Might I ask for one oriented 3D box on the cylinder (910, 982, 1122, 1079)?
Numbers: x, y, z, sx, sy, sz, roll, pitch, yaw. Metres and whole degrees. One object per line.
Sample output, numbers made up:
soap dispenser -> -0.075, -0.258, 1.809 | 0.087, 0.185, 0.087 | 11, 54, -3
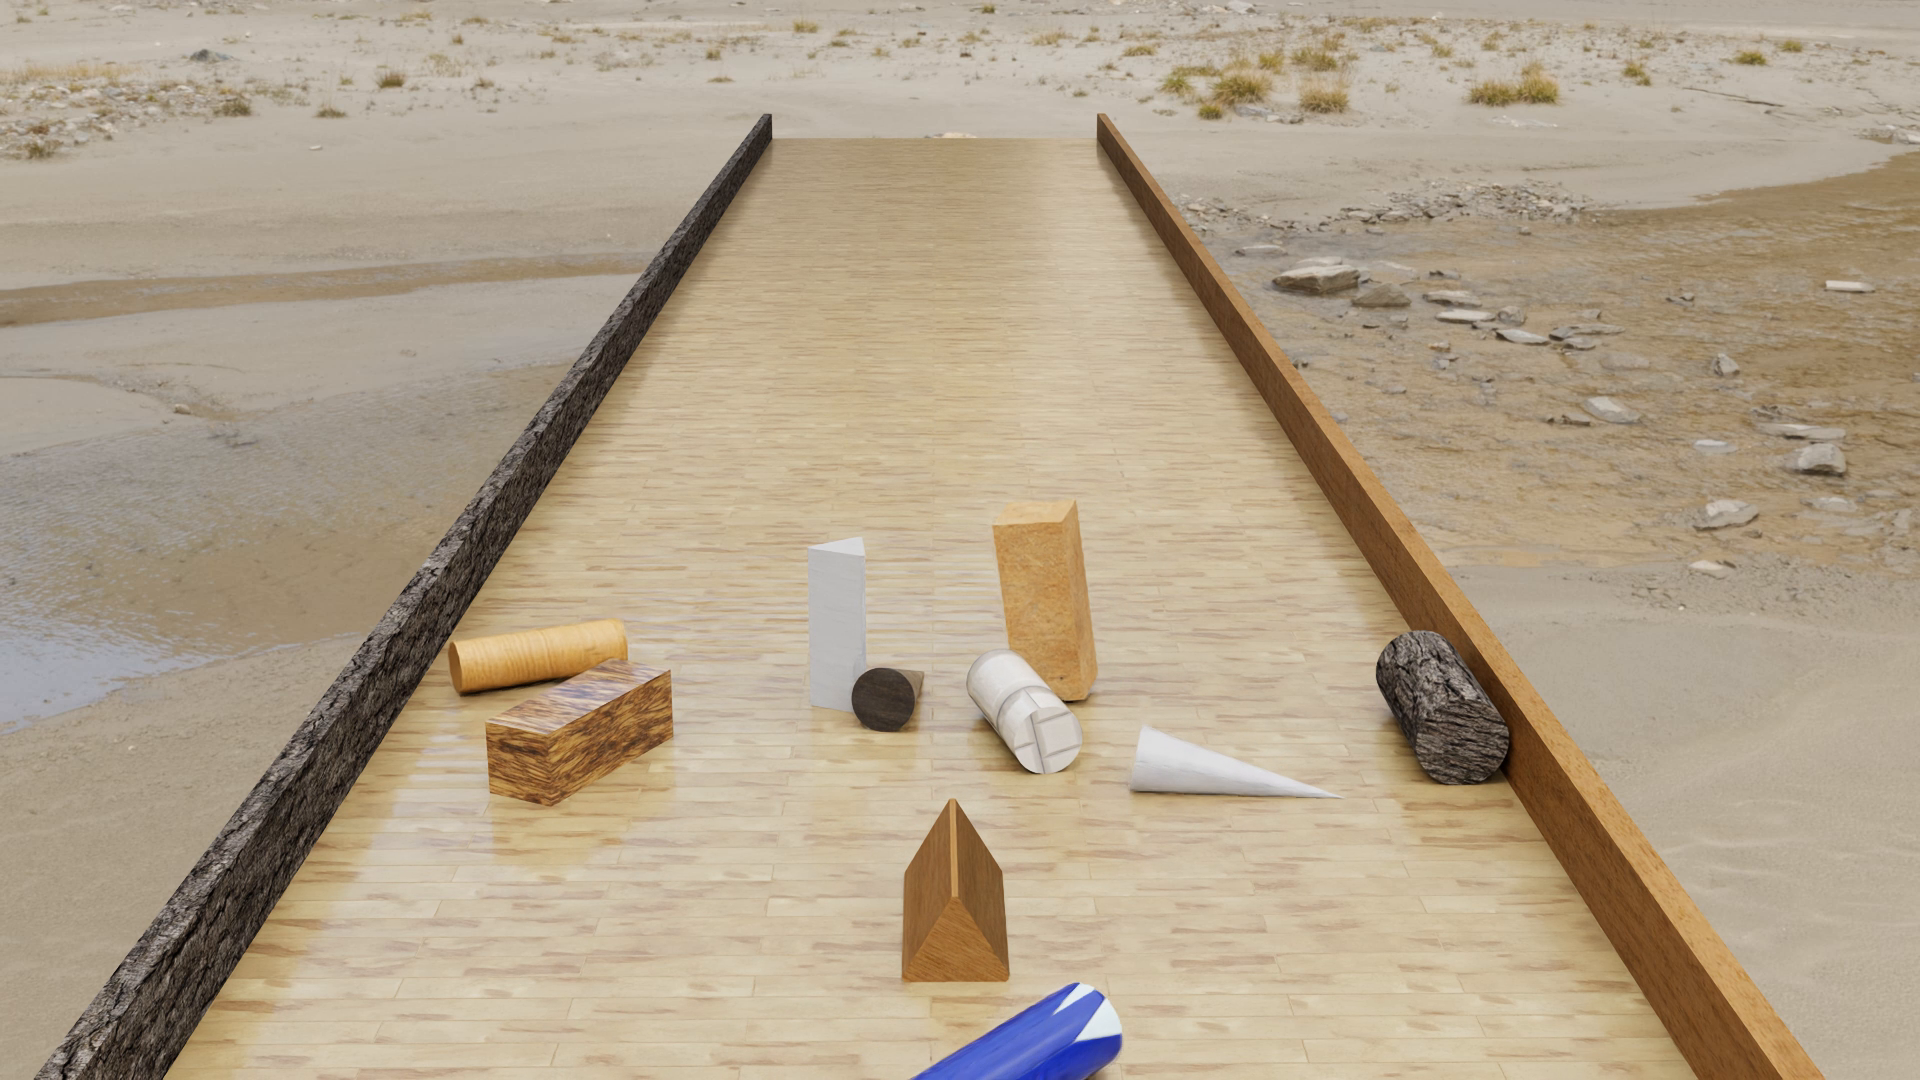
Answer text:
cylinder -> 0.044, 0.677, 2.748 | 0.114, 0.114, 0.380 | 14, 21, 38

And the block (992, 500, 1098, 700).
block -> 0.164, 0.115, 4.178 | 0.132, 0.356, 0.132 | -3, 19, 16

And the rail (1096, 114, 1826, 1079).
rail -> 0.932, -0.844, 7.801 | 0.050, 0.150, 12.000 | 0, 17, -1

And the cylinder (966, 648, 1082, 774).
cylinder -> 0.113, 0.306, 3.978 | 0.125, 0.125, 0.314 | -4, 17, -15

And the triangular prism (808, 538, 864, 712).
triangular prism -> -0.209, 0.157, 4.149 | 0.118, 0.312, 0.102 | 8, 19, 24

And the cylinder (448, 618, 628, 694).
cylinder -> -0.821, 0.226, 4.290 | 0.329, 0.102, 0.102 | -8, 18, -25

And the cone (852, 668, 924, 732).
cone -> -0.105, 0.277, 4.193 | 0.120, 0.120, 0.328 | 4, 7, 12

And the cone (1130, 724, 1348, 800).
cone -> 0.481, 0.407, 3.760 | 0.367, 0.114, 0.114 | 11, 18, 5

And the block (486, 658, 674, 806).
block -> -0.665, 0.334, 3.875 | 0.131, 0.131, 0.361 | 8, 19, 26

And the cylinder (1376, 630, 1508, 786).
cylinder -> 0.861, 0.296, 3.951 | 0.160, 0.160, 0.362 | 0, 17, -1

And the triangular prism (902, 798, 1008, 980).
triangular prism -> -0.009, 0.512, 3.265 | 0.150, 0.130, 0.345 | -1, 17, -1

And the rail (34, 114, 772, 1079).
rail -> -1.118, -0.838, 7.780 | 0.050, 0.150, 12.000 | 0, 17, -1
